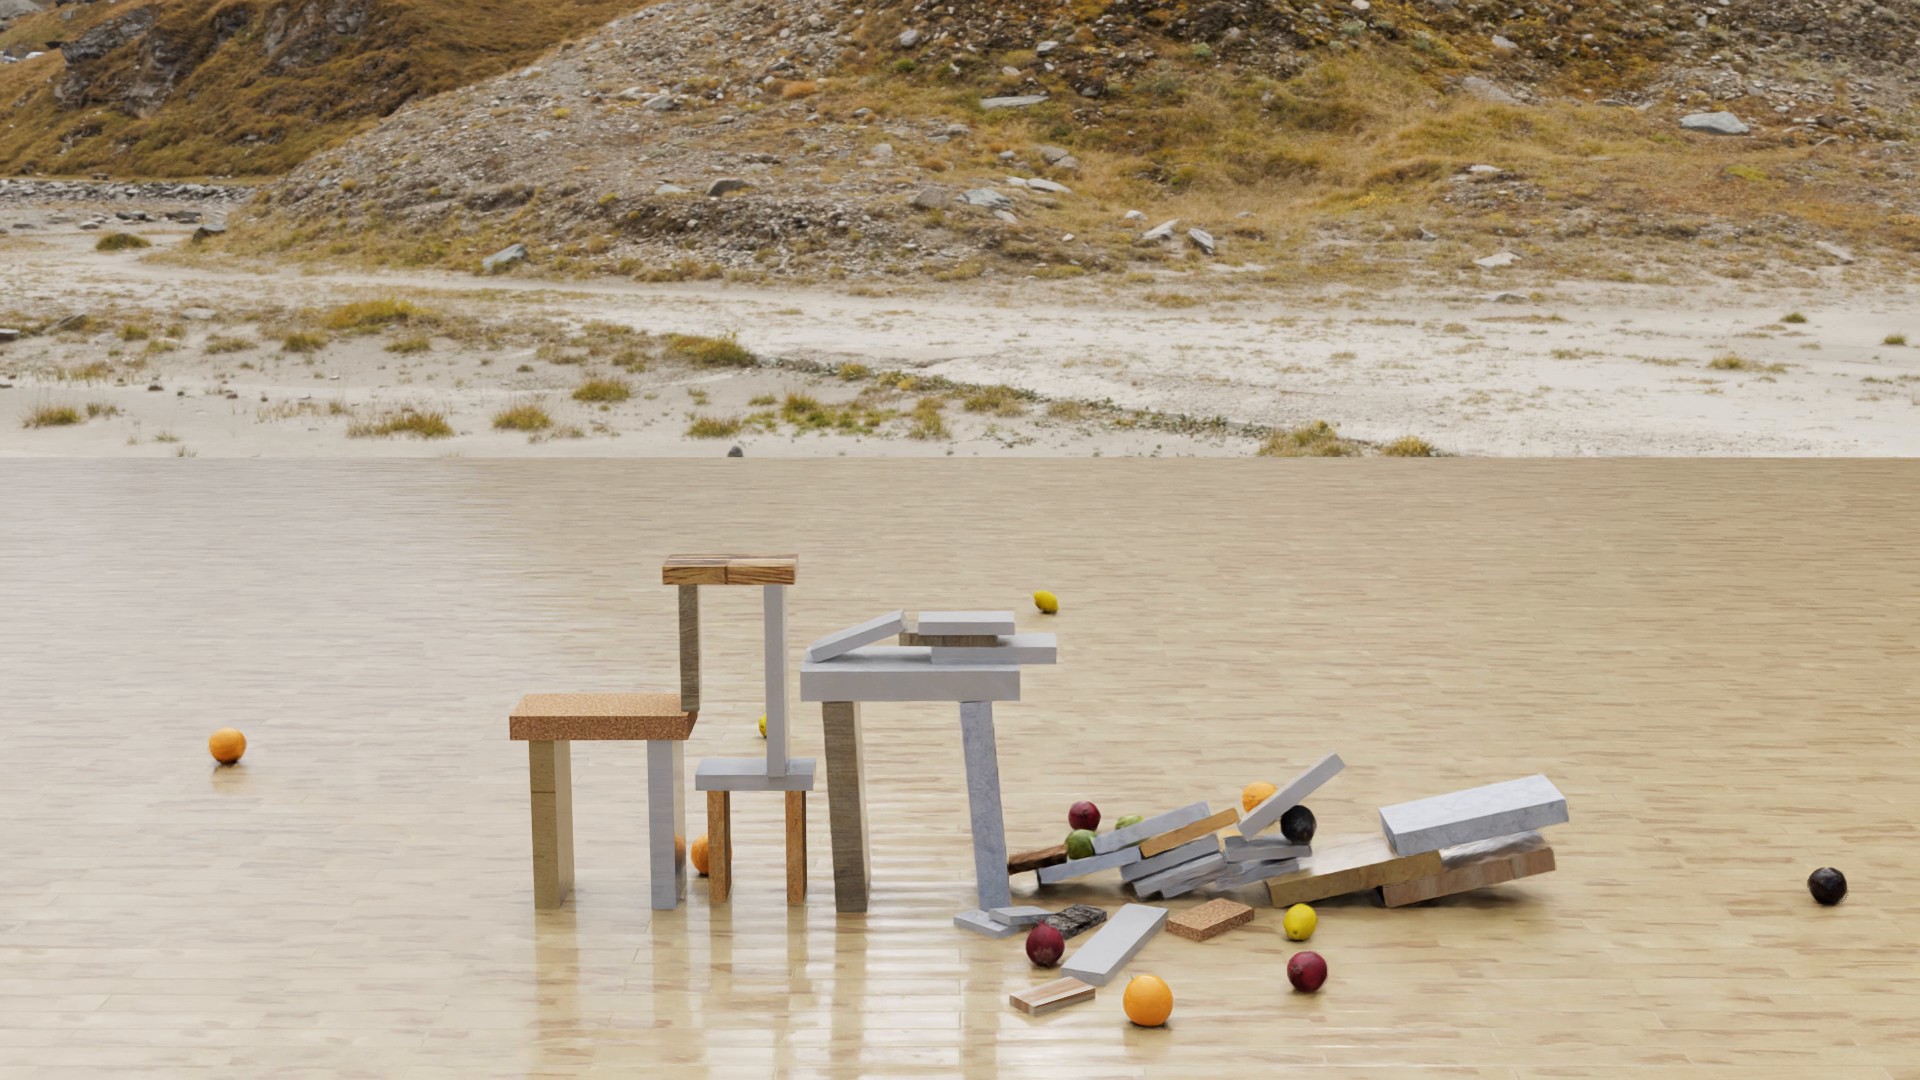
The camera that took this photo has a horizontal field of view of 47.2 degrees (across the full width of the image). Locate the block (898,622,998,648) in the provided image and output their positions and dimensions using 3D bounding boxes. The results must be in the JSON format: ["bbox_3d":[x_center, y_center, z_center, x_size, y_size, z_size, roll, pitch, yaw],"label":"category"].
[{"bbox_3d":[-0.018,0.154,3.583,0.156,0.022,0.078,0,11,3],"label":"block"}]

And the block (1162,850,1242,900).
[{"bbox_3d":[0.398,0.555,3.667,0.139,0.020,0.069,-21,10,1],"label":"block"}]

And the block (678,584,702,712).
[{"bbox_3d":[-0.440,0.165,3.594,0.030,0.211,0.105,-1,11,-4],"label":"block"}]

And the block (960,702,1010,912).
[{"bbox_3d":[0.041,0.416,3.635,0.050,0.352,0.176,-6,10,1],"label":"block"}]

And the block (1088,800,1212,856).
[{"bbox_3d":[0.318,0.483,3.692,0.202,0.029,0.101,-18,-9,-2],"label":"block"}]

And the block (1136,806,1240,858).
[{"bbox_3d":[0.381,0.492,3.687,0.171,0.024,0.086,-21,-9,-3],"label":"block"}]

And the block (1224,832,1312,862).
[{"bbox_3d":[0.510,0.509,3.652,0.139,0.020,0.069,-4,11,2],"label":"block"}]

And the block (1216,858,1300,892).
[{"bbox_3d":[0.492,0.546,3.660,0.139,0.020,0.069,-17,10,6],"label":"block"}]

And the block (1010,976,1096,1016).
[{"bbox_3d":[0.135,0.666,3.212,0.115,0.016,0.058,-8,13,-37],"label":"block"}]

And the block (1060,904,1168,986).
[{"bbox_3d":[0.243,0.627,3.418,0.070,0.020,0.304,5,11,23],"label":"block"}]

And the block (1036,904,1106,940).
[{"bbox_3d":[0.178,0.610,3.515,0.058,0.016,0.115,8,13,37],"label":"block"}]

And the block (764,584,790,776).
[{"bbox_3d":[-0.299,0.219,3.598,0.030,0.318,0.105,0,11,0],"label":"block"}]

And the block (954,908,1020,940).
[{"bbox_3d":[0.042,0.613,3.509,0.099,0.014,0.049,10,14,43],"label":"block"}]

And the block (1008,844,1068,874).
[{"bbox_3d":[0.130,0.535,3.682,0.099,0.014,0.049,-11,-28,-7],"label":"block"}]

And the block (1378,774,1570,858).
[{"bbox_3d":[0.848,0.455,3.642,0.282,0.040,0.141,-12,10,2],"label":"block"}]

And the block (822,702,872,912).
[{"bbox_3d":[-0.186,0.416,3.634,0.050,0.352,0.176,-3,11,1],"label":"block"}]

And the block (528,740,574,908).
[{"bbox_3d":[-0.675,0.450,3.641,0.041,0.286,0.143,0,11,0],"label":"block"}]

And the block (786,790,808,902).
[{"bbox_3d":[-0.272,0.495,3.656,0.027,0.192,0.096,0,11,0],"label":"block"}]

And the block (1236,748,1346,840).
[{"bbox_3d":[0.549,0.421,3.643,0.203,0.029,0.101,-38,-6,6],"label":"block"}]

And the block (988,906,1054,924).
[{"bbox_3d":[0.098,0.601,3.520,0.099,0.014,0.050,5,3,-43],"label":"block"}]

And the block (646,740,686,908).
[{"bbox_3d":[-0.485,0.450,3.642,0.041,0.286,0.143,0,11,0],"label":"block"}]

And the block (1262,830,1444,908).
[{"bbox_3d":[0.646,0.541,3.657,0.282,0.040,0.141,-13,10,2],"label":"block"}]

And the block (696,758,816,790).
[{"bbox_3d":[-0.336,0.387,3.636,0.192,0.027,0.096,0,11,0],"label":"block"}]

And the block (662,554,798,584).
[{"bbox_3d":[-0.370,0.047,3.566,0.211,0.030,0.105,0,11,0],"label":"block"}]

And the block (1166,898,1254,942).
[{"bbox_3d":[0.401,0.608,3.520,0.070,0.020,0.140,10,14,43],"label":"block"}]

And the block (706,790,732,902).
[{"bbox_3d":[-0.400,0.495,3.656,0.027,0.192,0.096,0,11,0],"label":"block"}]

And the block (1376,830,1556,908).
[{"bbox_3d":[0.830,0.539,3.658,0.282,0.040,0.141,-13,10,2],"label":"block"}]

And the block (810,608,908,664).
[{"bbox_3d":[-0.165,0.156,3.588,0.156,0.022,0.078,-20,9,6],"label":"block"}]

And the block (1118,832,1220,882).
[{"bbox_3d":[0.353,0.533,3.693,0.171,0.024,0.085,-20,-7,5],"label":"block"}]

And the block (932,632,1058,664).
[{"bbox_3d":[0.056,0.177,3.594,0.203,0.029,0.101,0,11,1],"label":"block"}]

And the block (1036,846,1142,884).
[{"bbox_3d":[0.214,0.545,3.681,0.171,0.024,0.086,-13,-7,-4],"label":"block"}]

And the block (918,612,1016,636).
[{"bbox_3d":[0.011,0.135,3.565,0.156,0.022,0.078,0,11,1],"label":"block"}]

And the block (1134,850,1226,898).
[{"bbox_3d":[0.362,0.552,3.645,0.152,0.016,0.058,-20,6,3],"label":"block"}]

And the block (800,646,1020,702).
[{"bbox_3d":[-0.079,0.217,3.598,0.352,0.050,0.176,0,11,0],"label":"block"}]

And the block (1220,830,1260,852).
[{"bbox_3d":[0.492,0.542,3.871,0.070,0.020,0.140,1,11,7],"label":"block"}]

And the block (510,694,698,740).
[{"bbox_3d":[-0.582,0.290,3.608,0.286,0.041,0.143,0,11,0],"label":"block"}]
